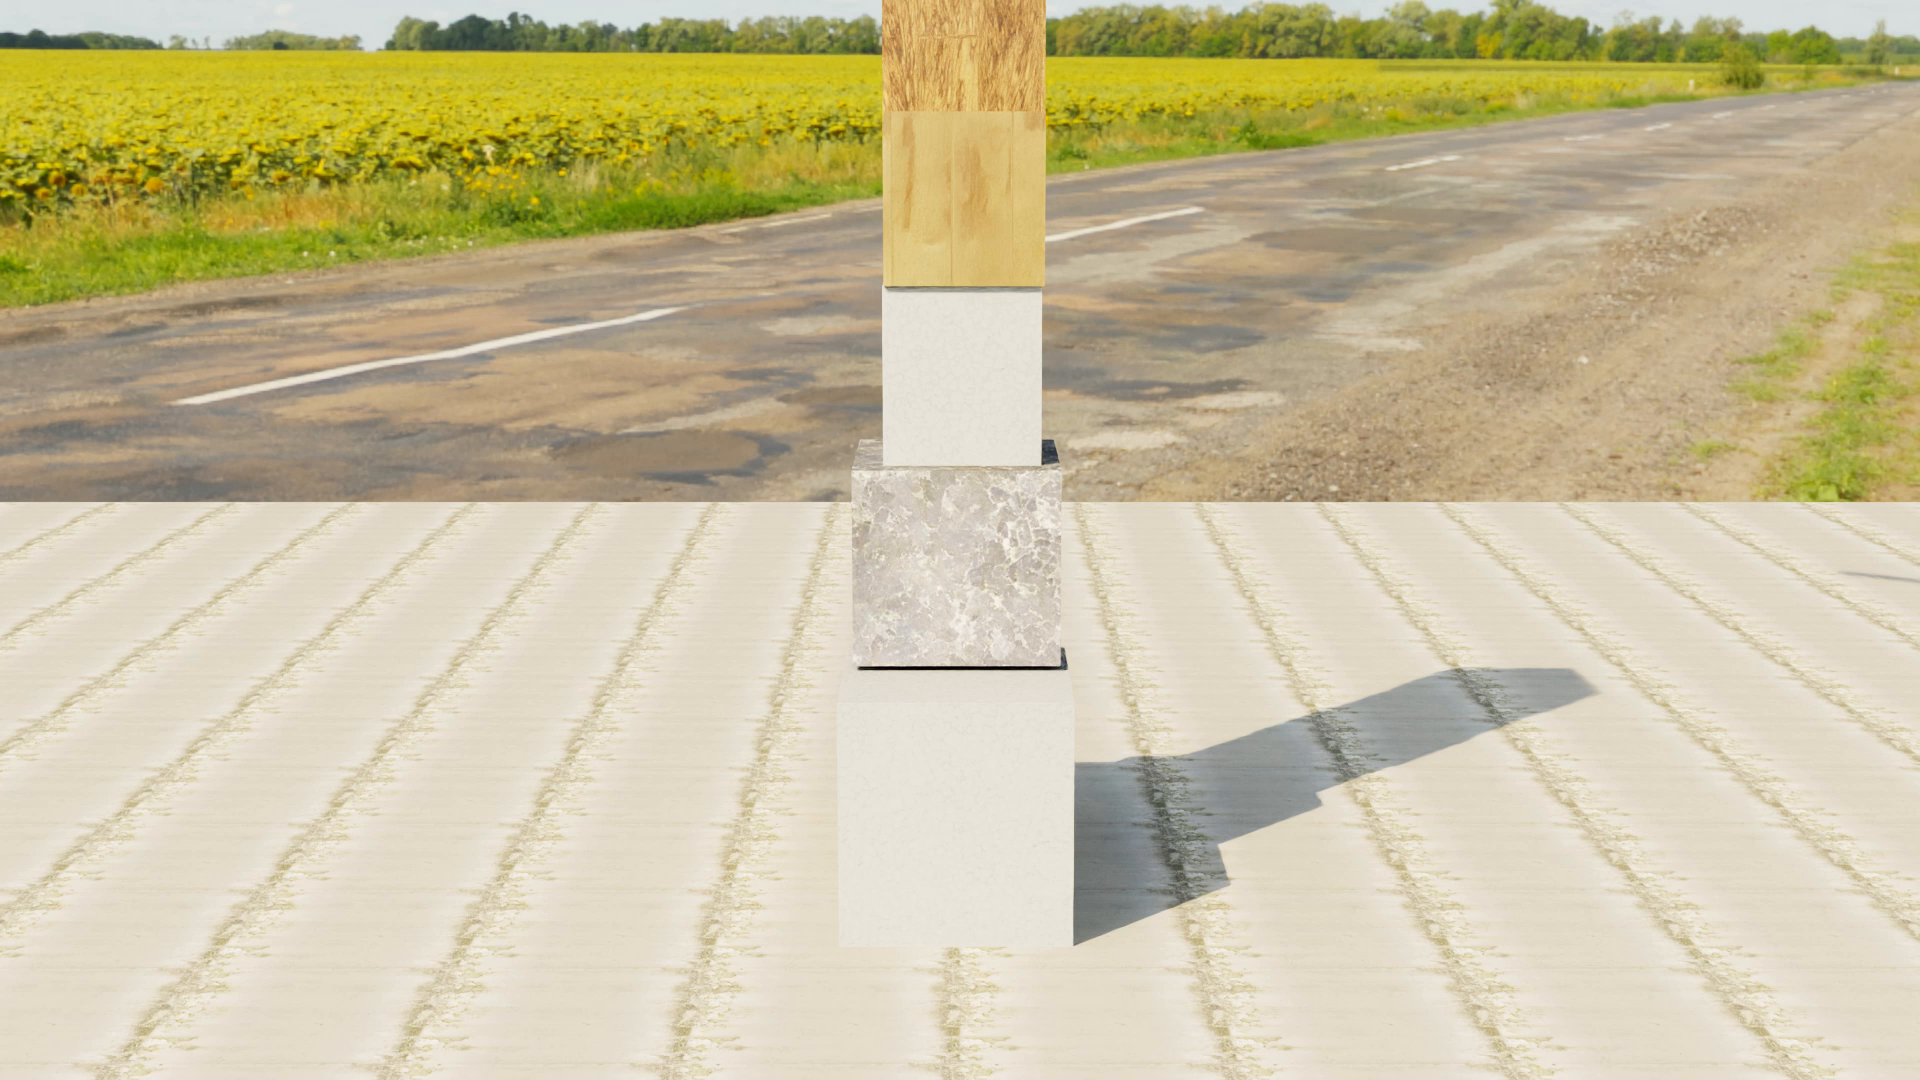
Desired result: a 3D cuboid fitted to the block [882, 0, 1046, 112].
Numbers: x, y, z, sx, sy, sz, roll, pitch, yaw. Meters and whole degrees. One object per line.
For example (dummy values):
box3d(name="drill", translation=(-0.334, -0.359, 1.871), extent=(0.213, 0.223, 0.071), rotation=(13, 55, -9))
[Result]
box3d(name="block", translation=(0.016, -2.140, 10.790), extent=(0.668, 0.656, 0.650), rotation=(0, 10, 0))

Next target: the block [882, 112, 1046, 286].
box3d(name="block", translation=(0.017, -1.466, 10.913), extent=(0.669, 0.714, 0.693), rotation=(0, 10, 0))

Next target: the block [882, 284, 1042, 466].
box3d(name="block", translation=(0.009, -0.743, 11.045), extent=(0.665, 0.756, 0.642), rotation=(0, 10, 0))

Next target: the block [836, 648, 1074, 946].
box3d(name="block", translation=(-0.016, 1.064, 10.862), extent=(0.953, 1.020, 1.015), rotation=(0, 10, 0))

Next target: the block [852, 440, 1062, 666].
box3d(name="block", translation=(-0.014, 0.039, 11.187), extent=(0.874, 0.833, 0.925), rotation=(0, 10, 0))
